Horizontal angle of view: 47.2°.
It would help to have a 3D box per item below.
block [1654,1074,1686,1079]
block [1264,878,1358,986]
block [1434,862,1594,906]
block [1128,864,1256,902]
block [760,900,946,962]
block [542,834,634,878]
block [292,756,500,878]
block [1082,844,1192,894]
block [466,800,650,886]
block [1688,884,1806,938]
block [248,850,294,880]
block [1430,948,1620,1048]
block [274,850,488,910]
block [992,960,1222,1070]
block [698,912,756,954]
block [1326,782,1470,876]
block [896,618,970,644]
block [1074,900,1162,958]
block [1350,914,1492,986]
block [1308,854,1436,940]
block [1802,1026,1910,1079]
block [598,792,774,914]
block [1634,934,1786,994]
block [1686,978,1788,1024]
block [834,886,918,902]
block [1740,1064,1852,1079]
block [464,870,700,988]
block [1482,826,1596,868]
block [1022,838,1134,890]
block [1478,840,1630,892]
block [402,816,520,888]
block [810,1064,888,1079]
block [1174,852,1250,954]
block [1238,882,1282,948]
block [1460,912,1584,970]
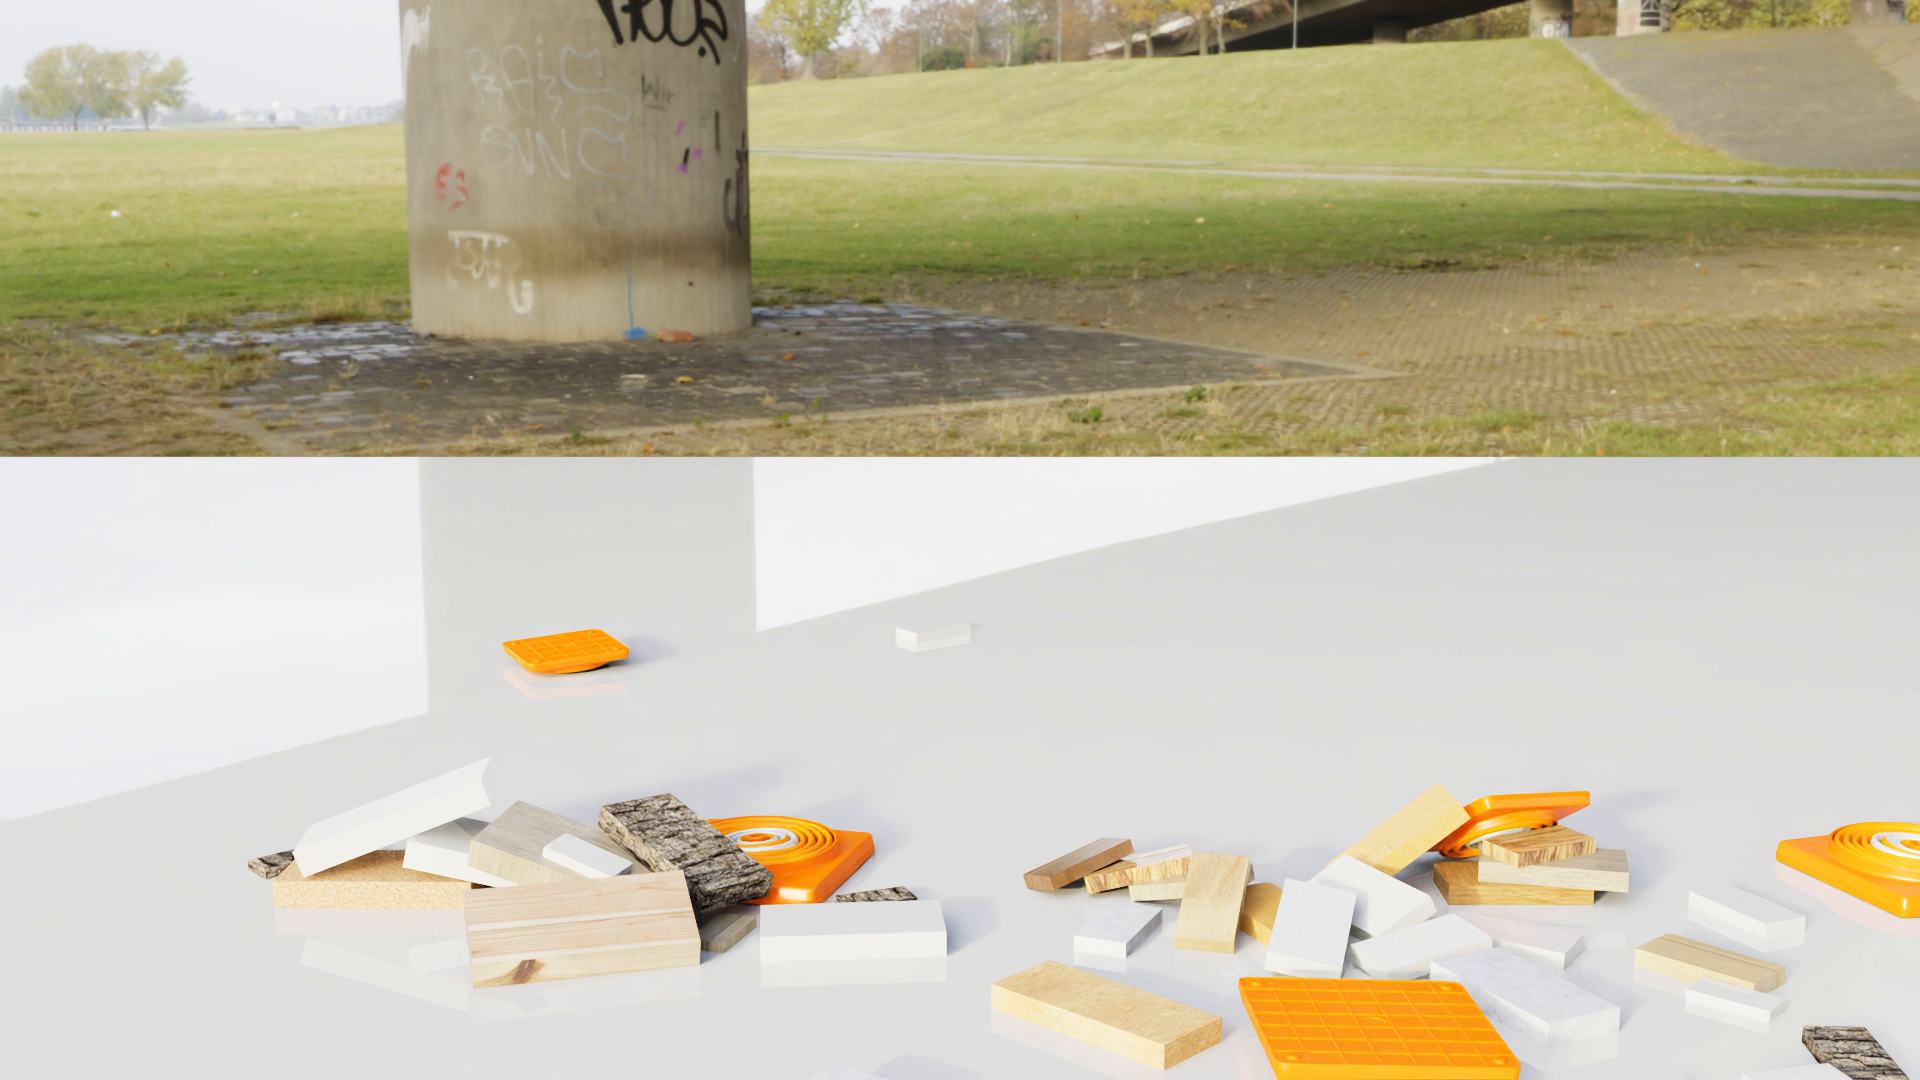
[{"bbox_3d":[0.949,0.732,2.857,0.062,0.018,0.124,-4,11,-21],"label":"block"},{"bbox_3d":[0.541,0.600,3.379,0.112,0.032,0.225,11,23,12],"label":"block"},{"bbox_3d":[0.922,0.573,3.669,0.238,0.034,0.119,0,11,0],"label":"block"},{"bbox_3d":[0.381,0.563,3.617,0.185,0.026,0.092,-10,3,35],"label":"block"},{"bbox_3d":[-0.169,0.611,3.444,0.285,0.040,0.143,-1,11,-5],"label":"block"},{"bbox_3d":[-0.598,0.513,3.531,0.129,0.018,0.064,21,20,18],"label":"block"},{"bbox_3d":[-0.937,0.461,3.674,0.325,0.046,0.162,-21,10,-3],"label":"block"},{"bbox_3d":[0.298,0.550,3.682,0.184,0.026,0.092,-12,4,-1],"label":"block"},{"bbox_3d":[-0.607,0.530,3.578,0.338,0.048,0.169,18,19,10],"label":"block"},{"bbox_3d":[1.271,0.599,3.555,0.085,0.024,0.169,-5,12,-24],"label":"block"},{"bbox_3d":[-1.157,0.556,3.804,0.129,0.018,0.064,-10,15,-44],"label":"block"},{"bbox_3d":[0.815,0.661,3.188,0.130,0.037,0.260,-5,12,-25],"label":"block"},{"bbox_3d":[-0.958,0.566,3.673,0.325,0.046,0.162,0,11,1],"label":"block"},{"bbox_3d":[0.205,0.672,3.127,0.317,0.037,0.130,10,14,42],"label":"block"},{"bbox_3d":[-0.374,0.619,3.466,0.061,0.017,0.121,4,11,19],"label":"block"},{"bbox_3d":[0.728,0.504,3.667,0.238,0.034,0.119,-37,11,3],"label":"block"},{"bbox_3d":[-0.067,0.229,5.548,0.171,0.024,0.085,-8,13,-38],"label":"block"},{"bbox_3d":[0.251,0.614,3.472,0.086,0.024,0.171,5,12,24],"label":"block"},{"bbox_3d":[0.701,0.622,3.344,0.193,0.027,0.096,-12,18,-23],"label":"block"},{"bbox_3d":[0.645,0.578,3.514,0.112,0.032,0.225,-33,22,-17],"label":"block"},{"bbox_3d":[1.213,0.706,2.978,0.085,0.024,0.184,1,11,3],"label":"block"},{"bbox_3d":[-0.452,0.510,3.610,0.143,0.040,0.285,-6,28,-45],"label":"block"},{"bbox_3d":[1.129,0.642,3.314,0.096,0.027,0.193,-10,14,-42],"label":"block"},{"bbox_3d":[1.128,0.669,3.198,0.124,0.018,0.062,9,14,41],"label":"block"},{"bbox_3d":[-0.138,0.593,3.607,0.121,0.017,0.061,-4,11,-22],"label":"block"},{"bbox_3d":[1.117,0.737,2.777,0.130,0.037,0.260,-3,11,-13],"label":"block"},{"bbox_3d":[-0.580,0.593,3.365,0.338,0.048,0.169,-3,32,-16],"label":"block"},{"bbox_3d":[0.965,0.510,3.665,0.169,0.024,0.085,-6,12,-27],"label":"block"},{"bbox_3d":[0.200,0.544,3.701,0.171,0.024,0.086,-20,5,-30],"label":"block"},{"bbox_3d":[0.985,0.541,3.657,0.238,0.034,0.119,3,11,14],"label":"block"},{"bbox_3d":[-0.744,0.531,3.666,0.325,0.046,0.162,12,11,-2],"label":"block"},{"bbox_3d":[-0.183,0.740,2.750,0.143,0.040,0.285,7,13,33],"label":"block"},{"bbox_3d":[0.400,0.571,3.474,0.092,0.026,0.184,3,38,15],"label":"block"},{"bbox_3d":[0.502,0.603,3.511,0.113,0.032,0.225,-4,11,-23],"label":"block"},{"bbox_3d":[0.859,0.622,3.420,0.193,0.027,0.096,7,12,32],"label":"block"}]
